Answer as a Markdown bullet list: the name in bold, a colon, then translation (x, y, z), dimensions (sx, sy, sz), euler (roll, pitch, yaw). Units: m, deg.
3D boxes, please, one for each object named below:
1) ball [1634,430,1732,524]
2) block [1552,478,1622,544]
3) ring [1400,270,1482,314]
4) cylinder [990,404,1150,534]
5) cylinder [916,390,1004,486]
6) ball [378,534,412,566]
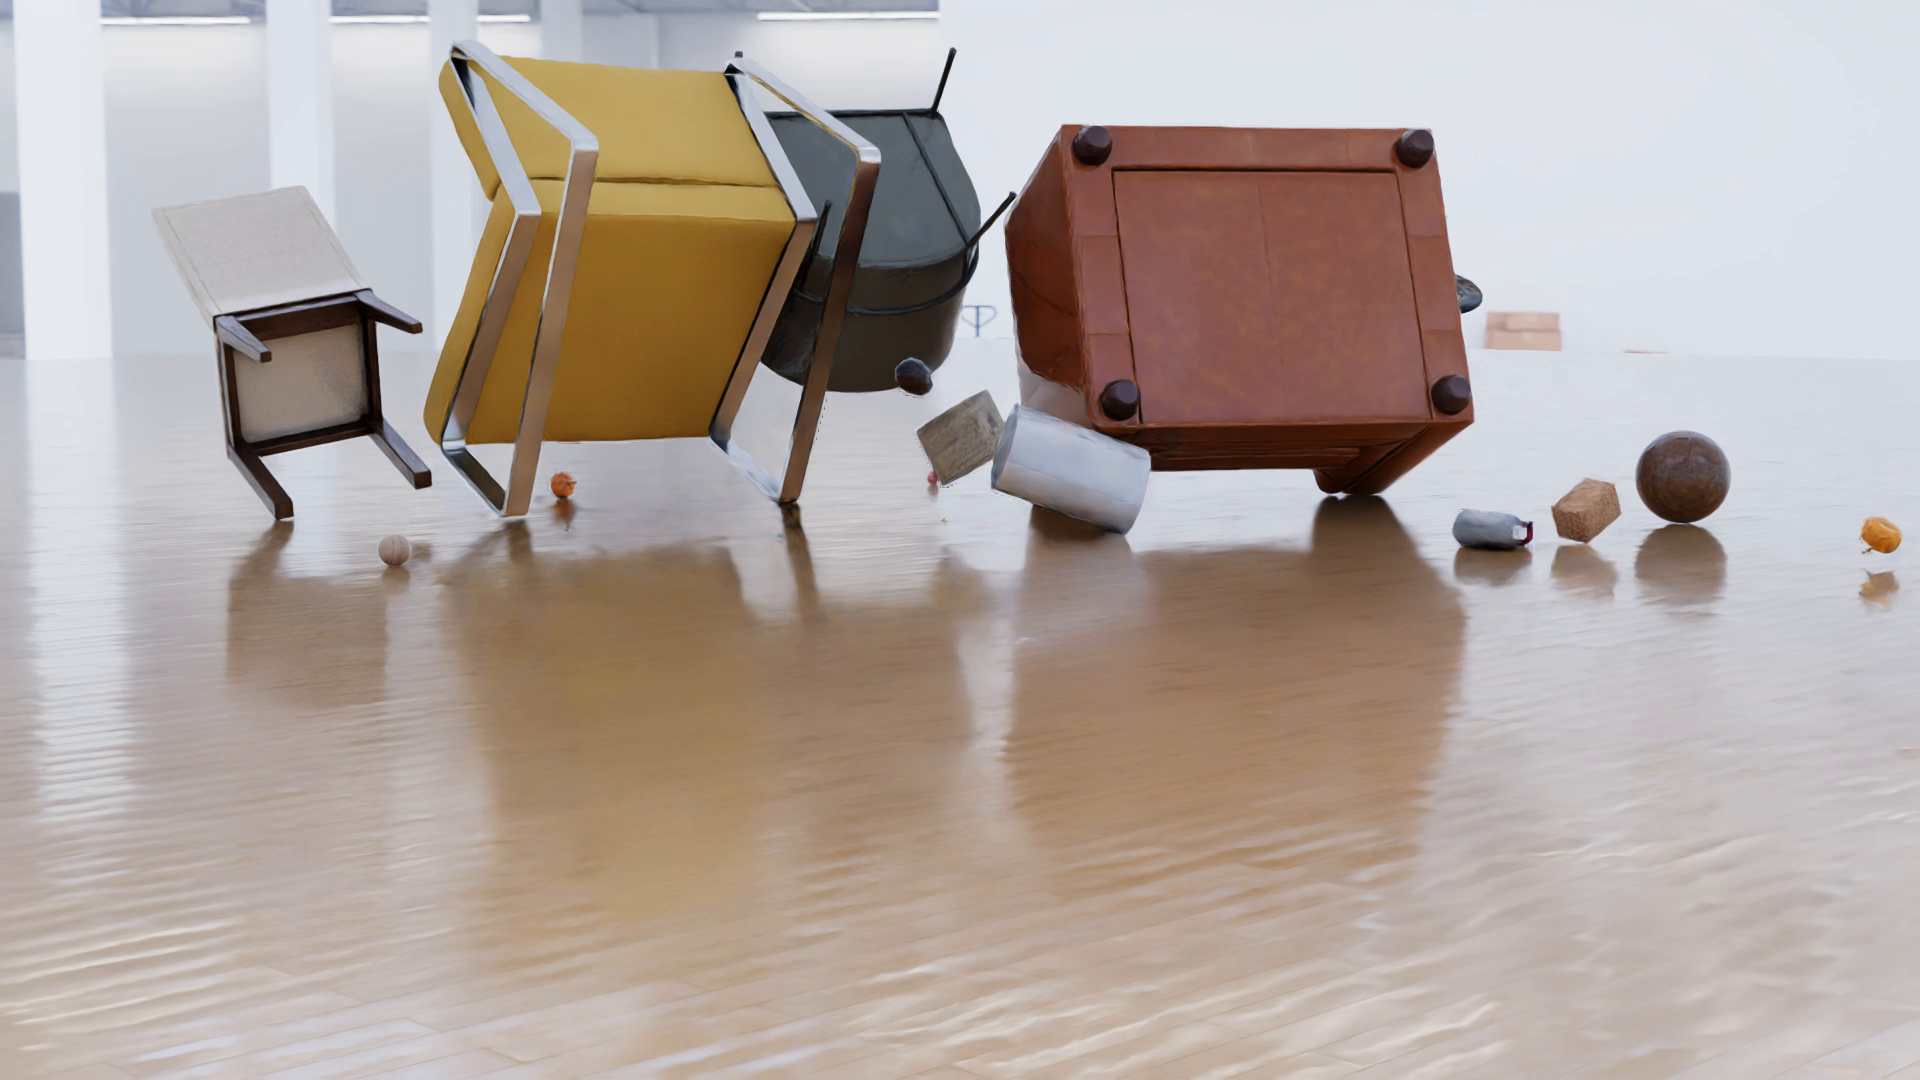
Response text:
- **ball**: translation (1.926, -0.169, 6.835), dimensions (0.250, 0.250, 0.250), euler (0, 6, 0)
- **block**: translation (1.556, -0.074, 6.370), dimensions (0.139, 0.088, 0.091), euler (-37, 31, -25)
- **ring**: translation (1.441, -0.742, 7.690), dimensions (0.270, 0.144, 0.062), euler (5, -32, -14)
- **cylinder**: translation (0.281, -0.182, 6.565), dimensions (0.358, 0.209, 0.352), euler (19, 20, -6)
- **cylinder**: translation (0.013, -0.273, 6.889), dimensions (0.114, 0.163, 0.308), euler (-23, -4, -42)
- **ball**: translation (-1.286, 0.022, 5.833), dimensions (0.074, 0.074, 0.074), euler (0, 6, 0)
